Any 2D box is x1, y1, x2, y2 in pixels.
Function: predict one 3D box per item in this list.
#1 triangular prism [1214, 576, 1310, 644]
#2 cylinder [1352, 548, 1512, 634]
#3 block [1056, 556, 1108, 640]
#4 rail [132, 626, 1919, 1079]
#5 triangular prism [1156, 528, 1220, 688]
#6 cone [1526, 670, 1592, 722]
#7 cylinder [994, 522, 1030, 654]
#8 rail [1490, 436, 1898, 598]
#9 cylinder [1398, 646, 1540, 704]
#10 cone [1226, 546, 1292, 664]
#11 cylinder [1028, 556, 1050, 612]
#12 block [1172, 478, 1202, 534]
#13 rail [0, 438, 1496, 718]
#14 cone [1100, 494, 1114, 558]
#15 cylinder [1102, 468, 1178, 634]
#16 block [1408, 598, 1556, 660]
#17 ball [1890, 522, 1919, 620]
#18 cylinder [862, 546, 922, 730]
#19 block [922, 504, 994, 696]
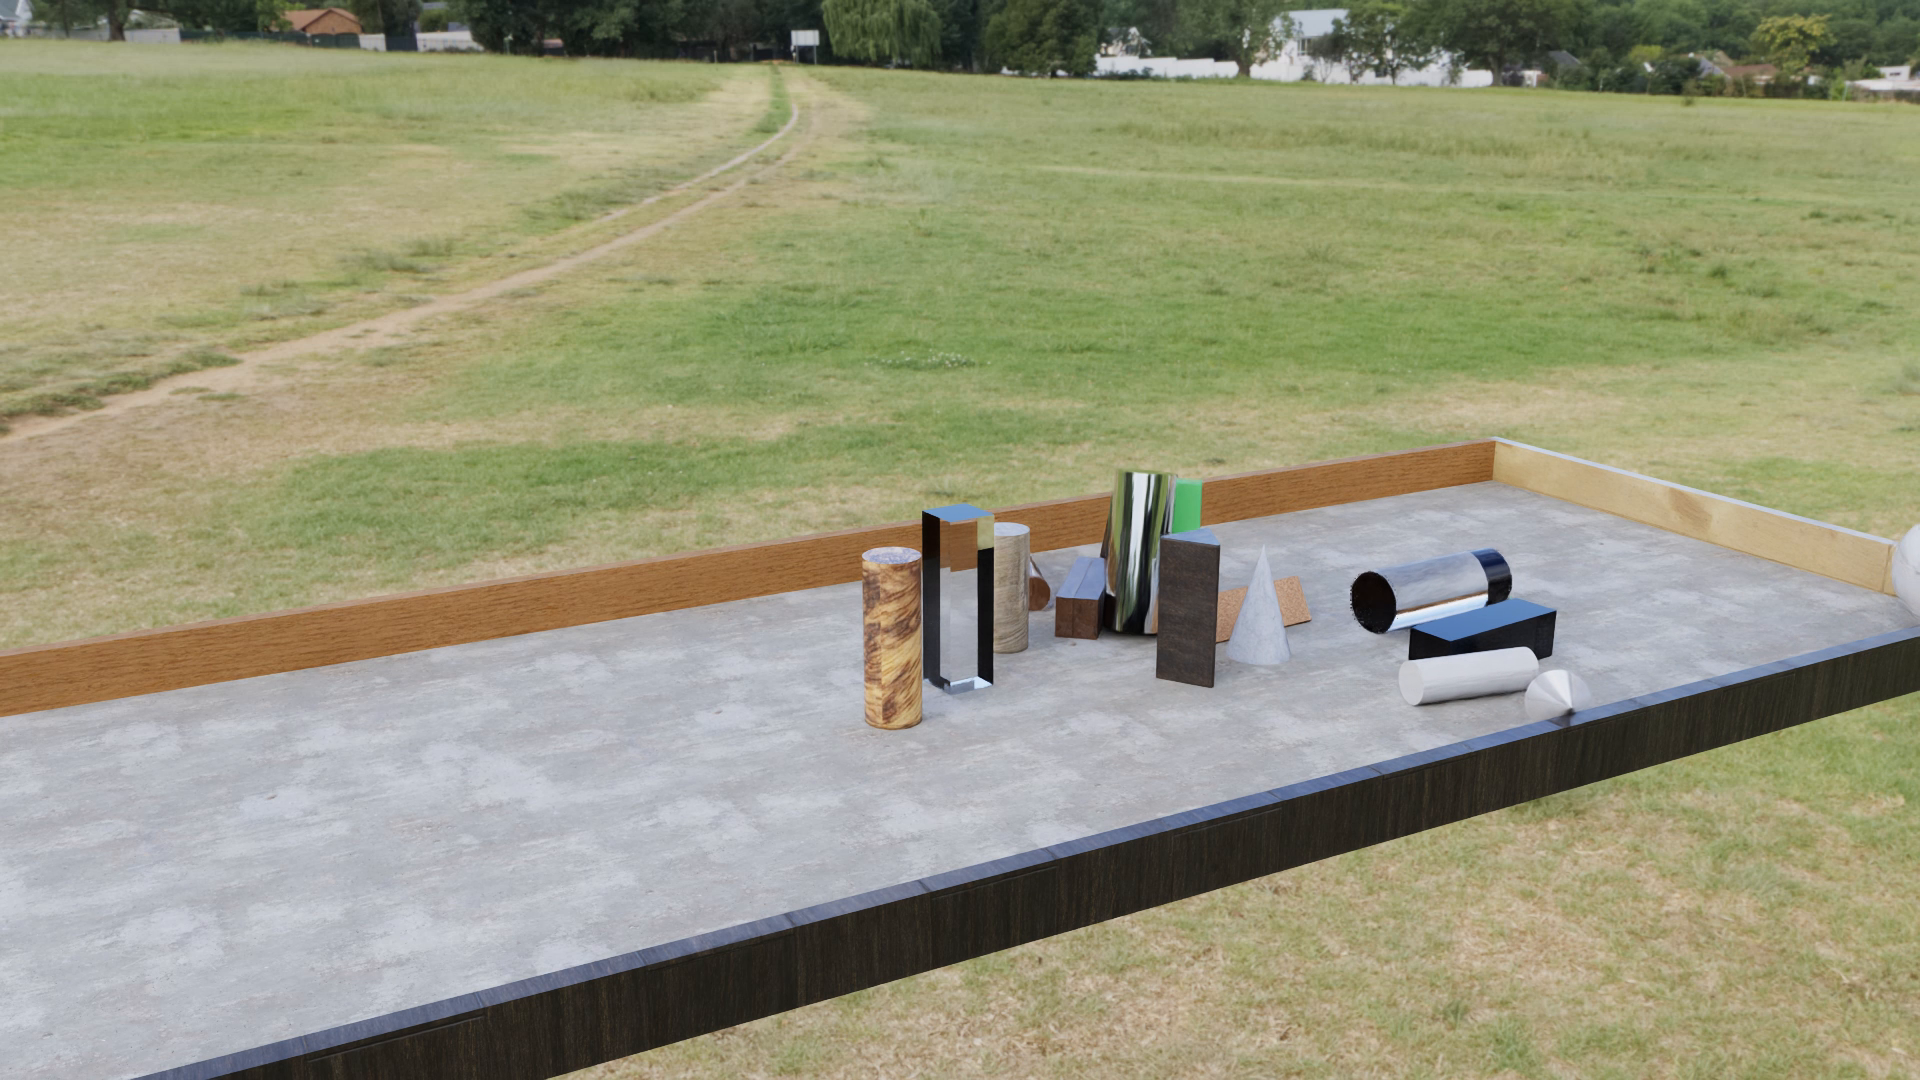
[{"bbox_3d":[0.765,0.185,4.512,0.416,0.114,0.132,-10,19,-31],"label":"triangular prism"},{"bbox_3d":[1.312,0.138,4.583,0.443,0.171,0.171,-10,19,-29],"label":"cylinder"},{"bbox_3d":[0.356,0.159,4.613,0.114,0.114,0.381,4,17,12],"label":"block"},{"bbox_3d":[-2.336,1.006,1.665,12.000,0.150,0.050,-9,18,-27],"label":"rail"},{"bbox_3d":[0.592,0.164,4.140,0.151,0.371,0.131,9,18,27],"label":"triangular prism"},{"bbox_3d":[1.338,0.364,3.651,0.147,0.147,0.370,5,-2,16],"label":"cone"},{"bbox_3d":[0.117,0.127,4.350,0.130,0.324,0.130,0,16,0],"label":"cylinder"},{"bbox_3d":[2.466,-0.048,5.253,0.050,0.150,2.100,-9,18,-27],"label":"rail"},{"bbox_3d":[1.246,0.331,4.036,0.325,0.108,0.108,-5,17,-17],"label":"cylinder"},{"bbox_3d":[0.784,0.154,4.297,0.171,0.301,0.171,0,16,0],"label":"cone"},{"bbox_3d":[0.179,0.098,4.844,0.101,0.101,0.404,-2,17,-8],"label":"cylinder"},{"bbox_3d":[0.583,0.015,4.621,0.171,0.363,0.171,3,8,9],"label":"block"},{"bbox_3d":[-3.305,0.497,3.399,12.000,0.150,0.050,-9,18,-27],"label":"rail"},{"bbox_3d":[0.456,-0.024,4.874,0.113,0.317,0.113,0,16,0],"label":"cone"},{"bbox_3d":[0.486,0.028,4.461,0.168,0.427,0.168,4,6,0],"label":"cylinder"},{"bbox_3d":[1.344,0.262,4.241,0.417,0.126,0.126,-11,20,-33],"label":"block"},{"bbox_3d":[2.693,0.085,4.440,0.327,0.327,0.327,0,16,0],"label":"ball"},{"bbox_3d":[-0.157,0.230,3.854,0.137,0.405,0.137,0,16,0],"label":"cylinder"},{"bbox_3d":[-0.005,0.145,4.075,0.127,0.443,0.127,-10,19,-32],"label":"block"}]
